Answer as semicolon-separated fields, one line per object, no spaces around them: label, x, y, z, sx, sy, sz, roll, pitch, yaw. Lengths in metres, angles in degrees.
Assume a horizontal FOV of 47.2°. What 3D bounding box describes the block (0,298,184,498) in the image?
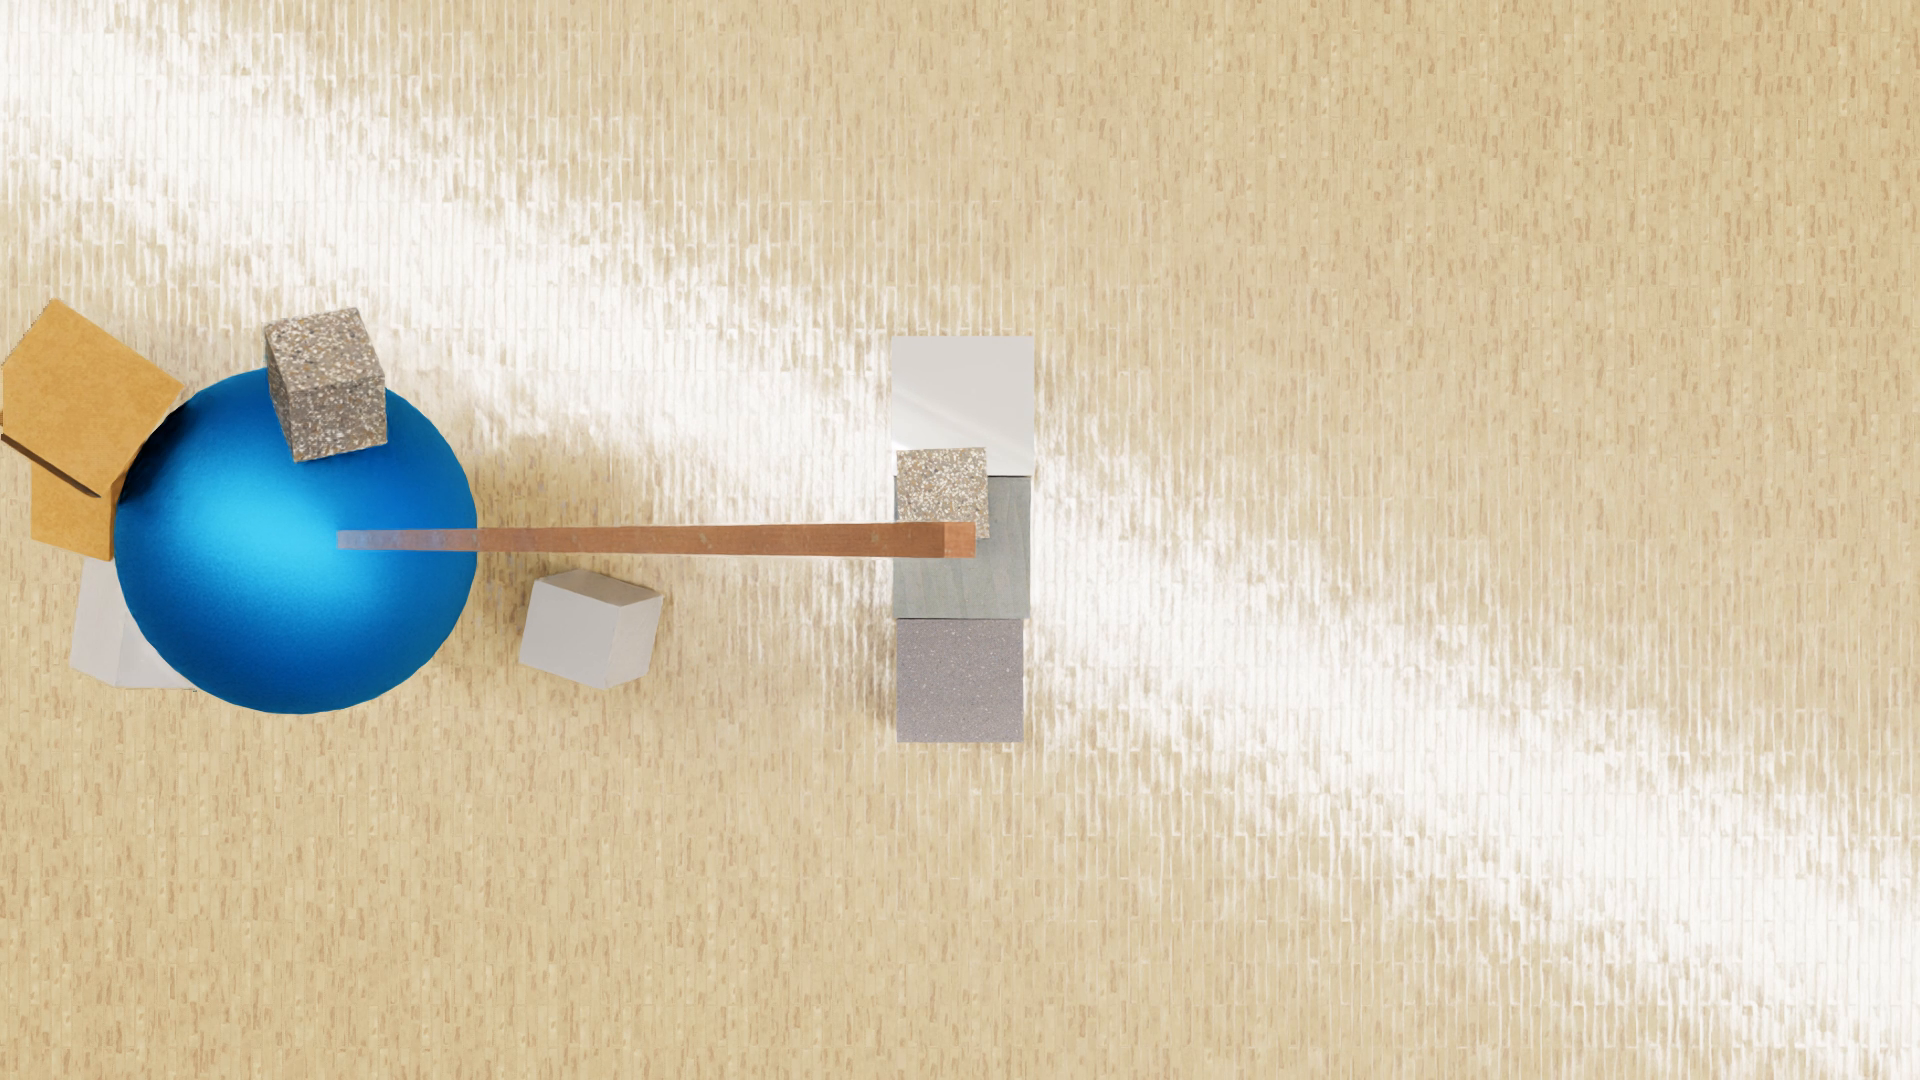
block;-3.851;-0.601;9.557;0.621;0.726;0.582;37;76;-21

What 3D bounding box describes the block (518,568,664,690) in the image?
block;-2.113;0.505;12.619;0.551;0.551;0.490;17;101;16

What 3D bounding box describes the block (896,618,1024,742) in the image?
block;0.000;0.792;12.679;0.712;0.642;0.692;0;90;0

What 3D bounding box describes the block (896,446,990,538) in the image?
block;-0.092;-0.246;12.011;0.482;0.507;0.487;-2;90;0

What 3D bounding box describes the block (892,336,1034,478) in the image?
block;0.016;-0.750;12.638;0.797;0.724;0.775;0;90;0

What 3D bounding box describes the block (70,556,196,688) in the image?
block;-4.538;0.444;12.436;0.604;0.659;0.677;12;94;45

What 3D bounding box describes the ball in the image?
ball;-3.018;0.000;10.060;1.600;1.600;1.600;0;90;0

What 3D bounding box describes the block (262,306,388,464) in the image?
block;-2.695;-0.660;9.341;0.396;0.431;0.414;-14;54;-23

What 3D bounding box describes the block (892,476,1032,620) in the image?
block;0.012;0.044;12.632;0.765;0.736;0.788;0;90;0

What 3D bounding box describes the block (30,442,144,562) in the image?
block;-4.761;-0.268;12.107;0.459;0.495;0.506;16;119;4

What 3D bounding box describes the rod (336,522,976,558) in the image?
rod;-1.308;0.000;7.121;0.080;5.200;0.080;0;90;-30
